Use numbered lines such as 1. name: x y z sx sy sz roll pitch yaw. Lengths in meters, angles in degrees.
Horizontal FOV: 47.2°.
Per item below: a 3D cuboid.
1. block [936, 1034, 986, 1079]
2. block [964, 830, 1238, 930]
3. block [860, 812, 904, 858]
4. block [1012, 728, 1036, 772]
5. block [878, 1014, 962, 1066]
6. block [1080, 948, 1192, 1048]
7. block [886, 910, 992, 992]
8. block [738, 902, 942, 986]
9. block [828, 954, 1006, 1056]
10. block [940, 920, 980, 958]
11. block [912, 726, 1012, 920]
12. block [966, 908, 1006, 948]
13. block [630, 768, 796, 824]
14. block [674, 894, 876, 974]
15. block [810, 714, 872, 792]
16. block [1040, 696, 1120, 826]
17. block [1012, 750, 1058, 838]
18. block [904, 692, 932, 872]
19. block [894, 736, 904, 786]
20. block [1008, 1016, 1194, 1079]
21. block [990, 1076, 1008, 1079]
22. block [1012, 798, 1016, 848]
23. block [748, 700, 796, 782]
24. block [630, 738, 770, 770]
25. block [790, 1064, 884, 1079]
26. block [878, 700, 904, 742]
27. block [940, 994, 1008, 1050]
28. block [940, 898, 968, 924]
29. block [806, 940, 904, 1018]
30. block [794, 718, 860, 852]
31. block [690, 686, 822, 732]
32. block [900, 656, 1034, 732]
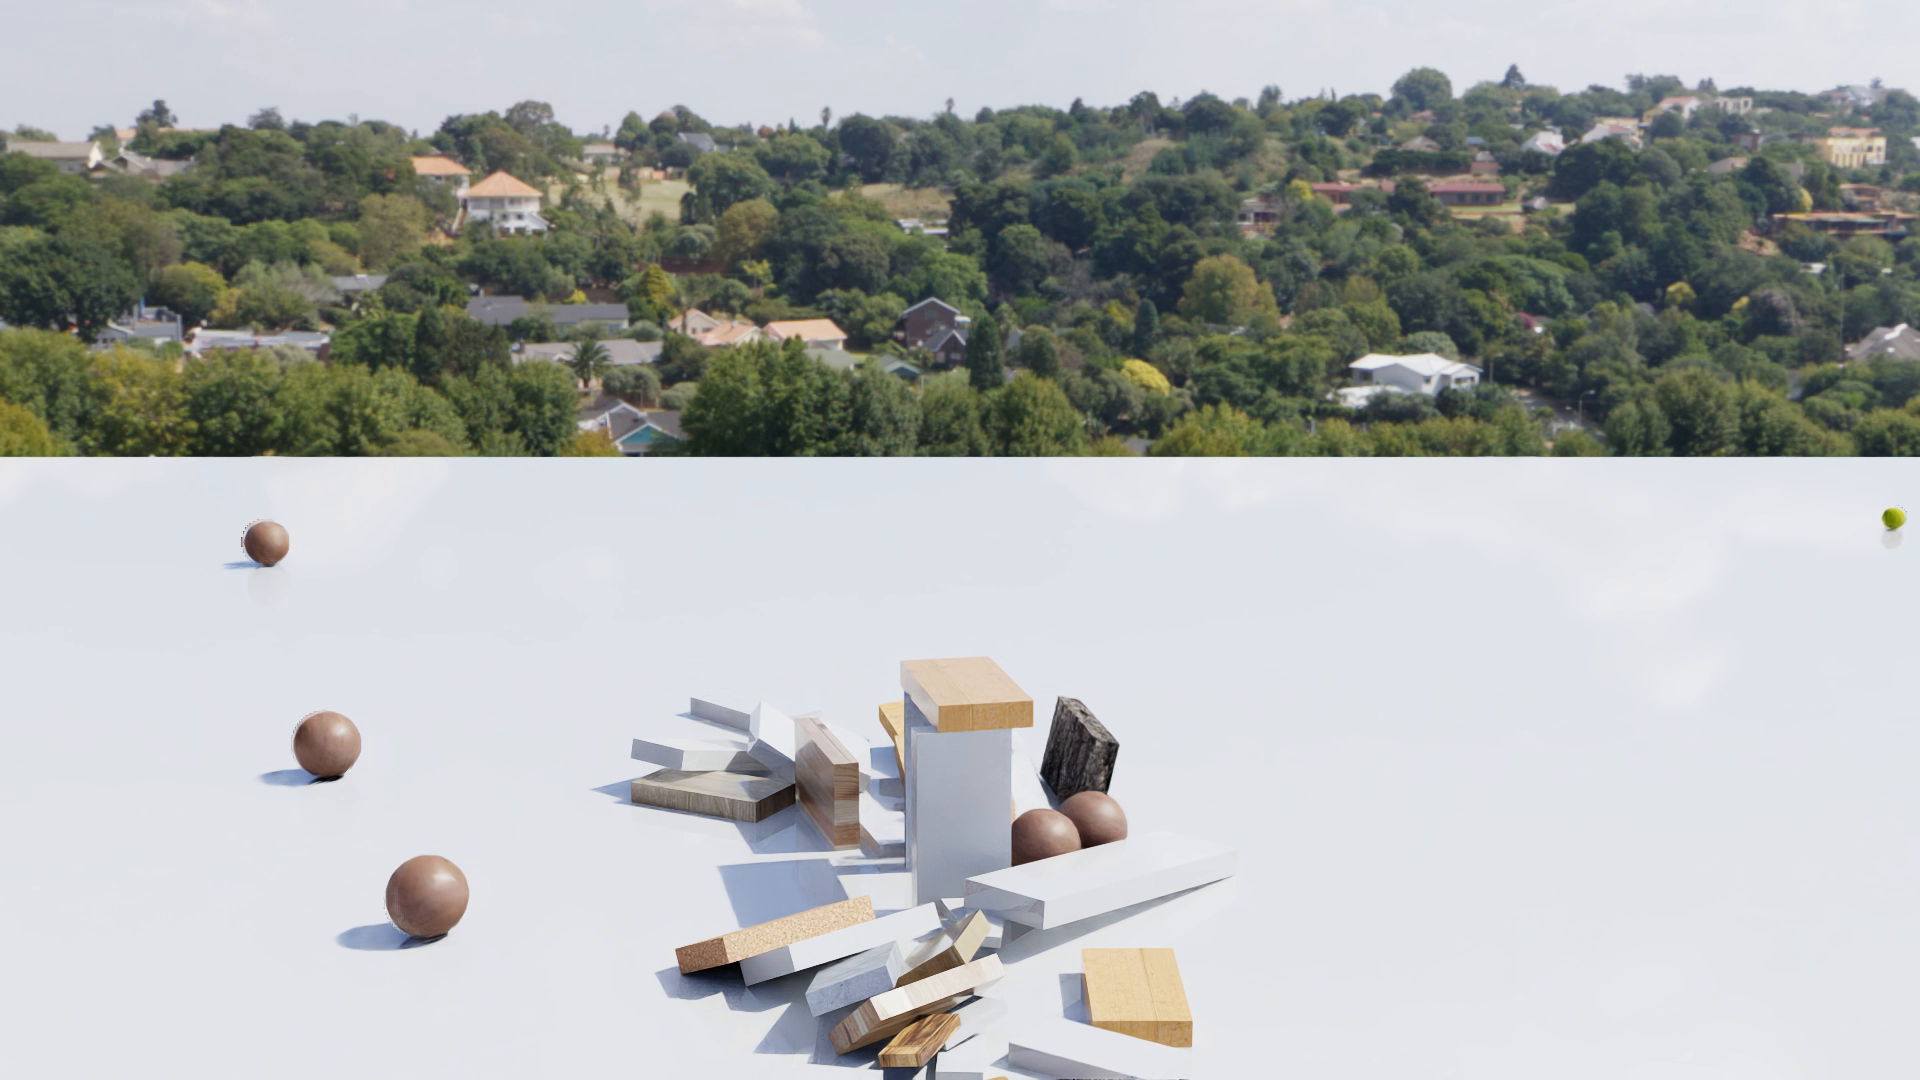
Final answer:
1. block: 0.002 0.706 2.994 0.063 0.018 0.127 0 11 3
2. block: 0.240 0.552 3.606 0.159 0.045 0.536 9 8 40
3. block: -0.124 0.527 3.938 0.089 0.025 0.177 -3 11 -17
4. block: 0.089 0.401 4.316 0.039 0.137 0.367 -35 11 2
5. block: -0.053 0.676 2.976 0.063 0.018 0.127 -7 10 26
6. block: 0.253 0.660 3.185 0.138 0.039 0.276 0 11 0
7. block: -0.030 0.610 3.220 0.119 0.034 0.238 -32 -3 9
8. block: -0.179 0.608 3.311 0.276 0.039 0.138 -9 -12 -40
9. block: -0.058 0.648 3.072 0.239 0.034 0.119 -10 -27 -43
10. block: 0.001 0.624 3.440 0.060 0.017 0.121 0 11 -1
11. block: 0.002 0.454 3.551 0.156 0.311 0.044 -2 11 -12
12. block: 0.037 0.598 3.394 0.060 0.017 0.121 4 10 4
13. block: -0.467 0.478 4.163 0.279 0.040 0.140 5 12 27
14. block: -0.281 0.602 3.358 0.276 0.039 0.138 -9 -10 -41
15. block: -0.244 0.420 4.343 0.130 0.037 0.260 24 8 -7
16. block: 0.223 0.415 4.160 0.045 0.159 0.319 11 8 -12
17. block: 0.107 0.461 3.991 0.089 0.025 0.177 2 46 -29
18. block: -0.017 0.411 3.777 0.156 0.311 0.044 -1 11 -4
19. block: -0.045 0.447 4.199 0.130 0.037 0.260 -2 22 -8
20. block: 0.190 0.702 2.977 0.223 0.032 0.112 7 12 34
21. block: 0.089 0.753 2.702 0.112 0.032 0.368 -5 12 -26
22. block: 0.018 0.494 3.940 0.177 0.089 0.025 7 16 33
23. block: -0.350 0.406 4.350 0.137 0.039 0.275 34 7 -10
24. block: -0.497 0.420 4.308 0.137 0.039 0.275 8 0 37
25. block: -0.180 0.734 2.809 0.112 0.032 0.223 2 11 12
26. block: -0.061 0.395 4.419 0.130 0.037 0.260 -10 26 -17
27. block: 0.001 0.670 3.058 0.063 0.018 0.127 -2 14 45
28. block: 0.013 0.597 3.487 0.060 0.017 0.121 1 11 -16
29. block: -0.148 0.625 3.144 0.119 0.034 0.238 -20 -2 1
30. block: -0.245 0.443 4.025 0.045 0.159 0.319 -3 11 -17
31. block: -0.441 0.370 4.743 0.139 0.040 0.279 -10 15 -43
32. block: 0.007 0.254 3.653 0.156 0.044 0.311 -2 11 -13
